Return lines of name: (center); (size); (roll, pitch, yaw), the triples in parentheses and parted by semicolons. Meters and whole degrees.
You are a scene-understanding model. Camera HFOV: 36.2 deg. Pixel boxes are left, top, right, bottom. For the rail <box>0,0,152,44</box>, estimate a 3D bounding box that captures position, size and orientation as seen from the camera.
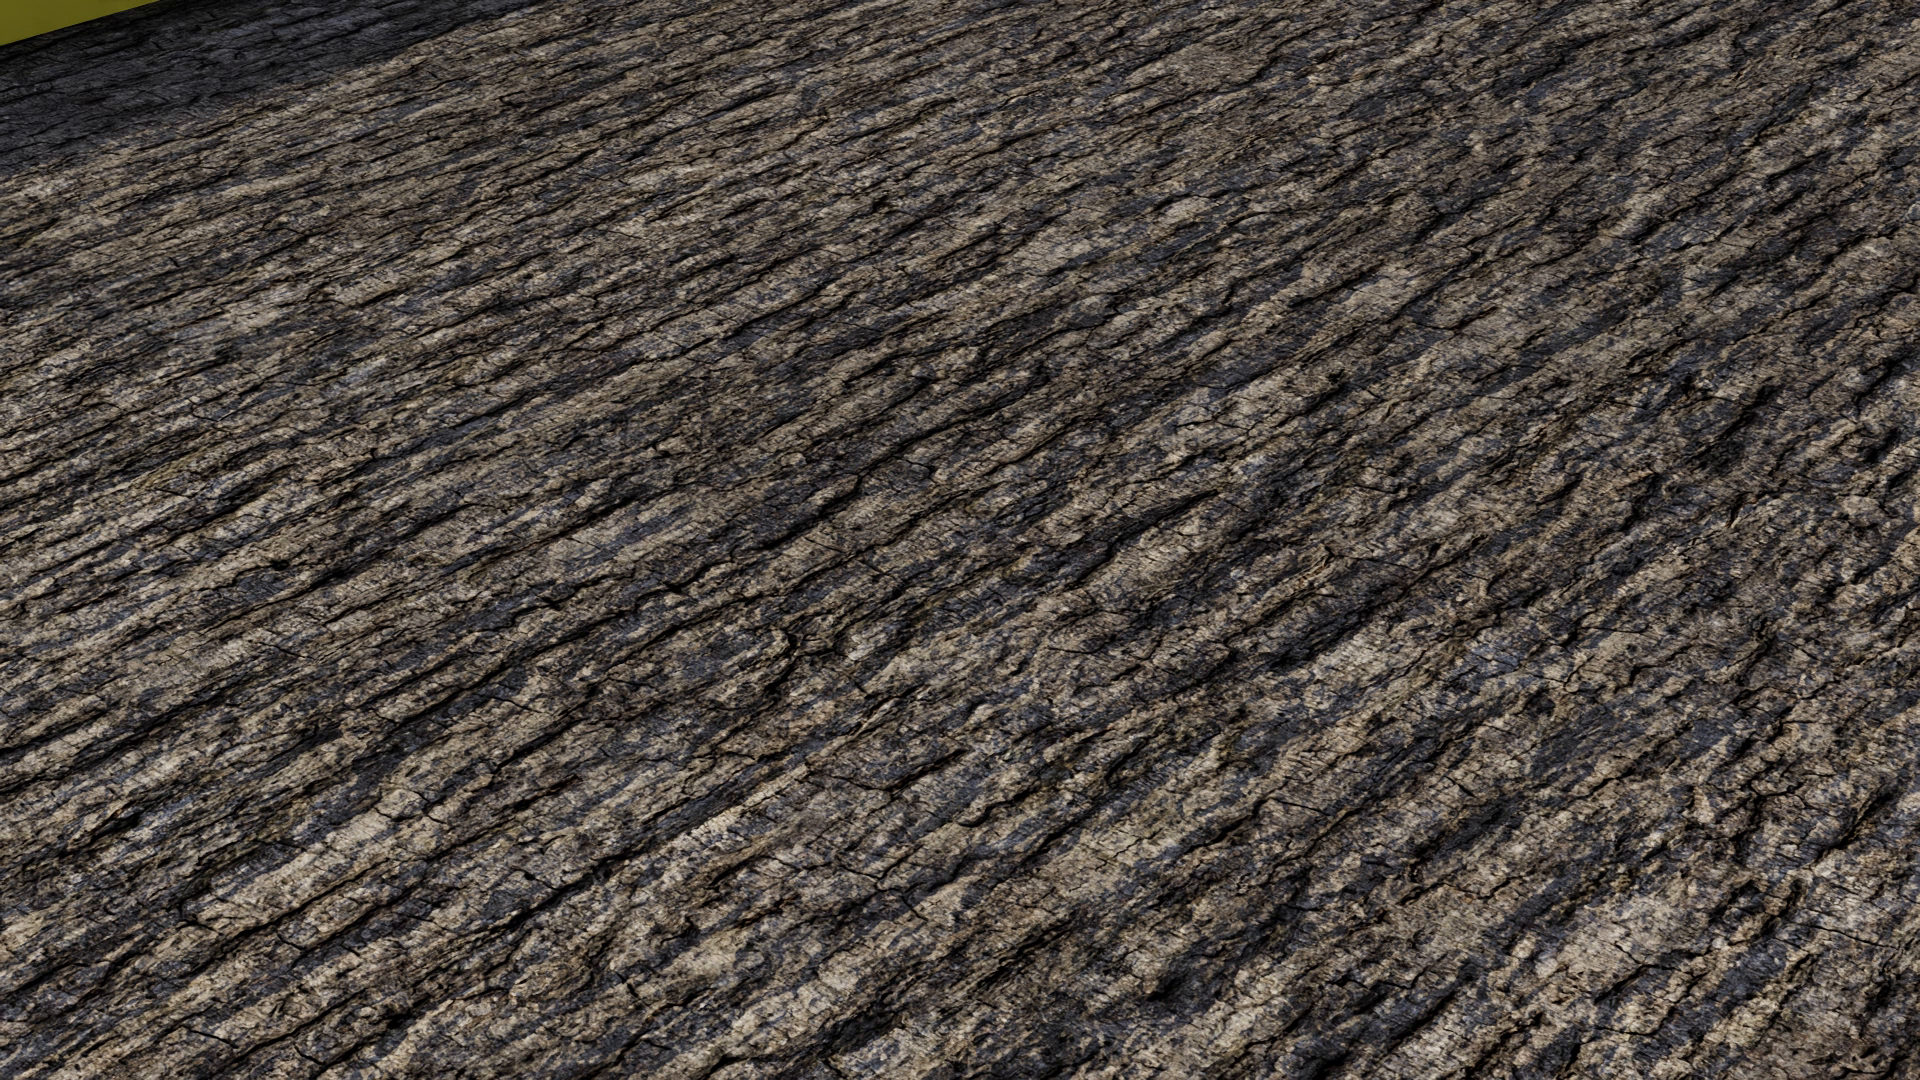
rail: (-0.260, -0.799, 3.132); (0.045, 0.122, 4.497); (21, 34, 34)
